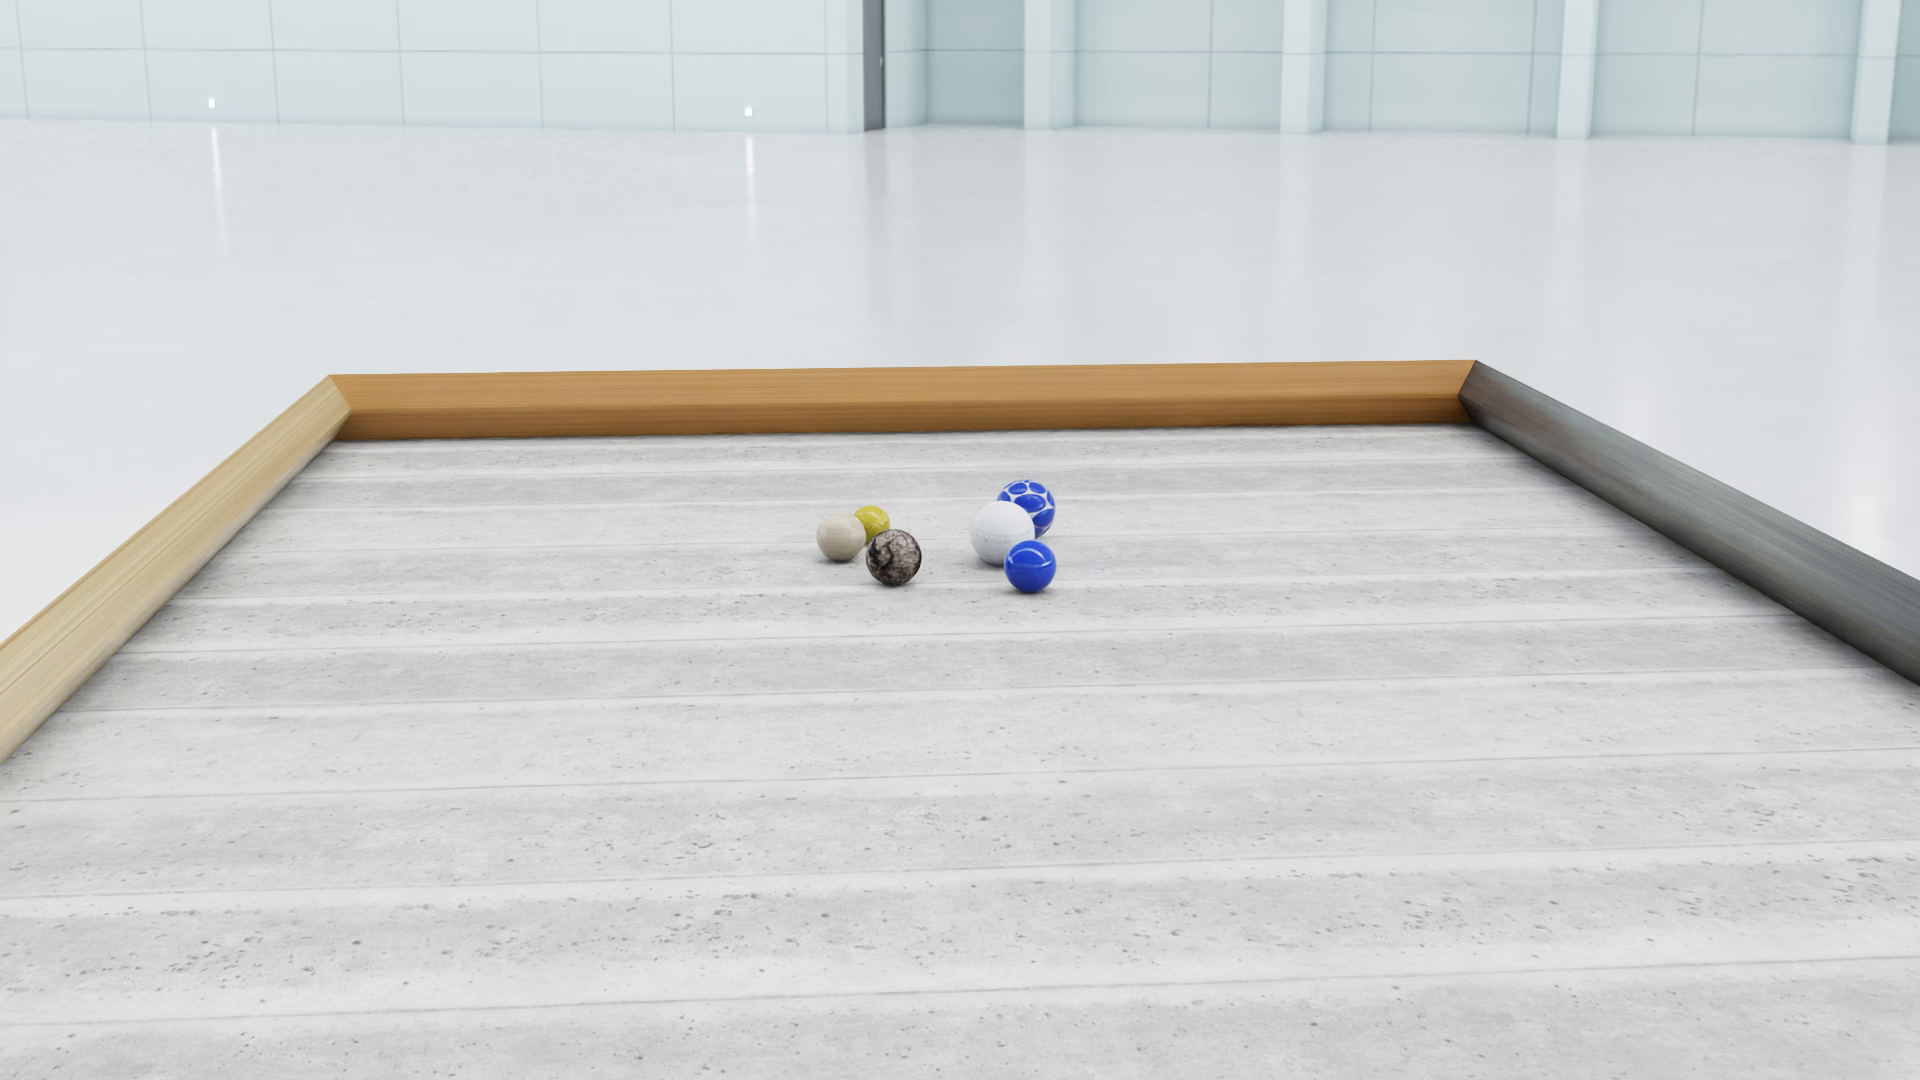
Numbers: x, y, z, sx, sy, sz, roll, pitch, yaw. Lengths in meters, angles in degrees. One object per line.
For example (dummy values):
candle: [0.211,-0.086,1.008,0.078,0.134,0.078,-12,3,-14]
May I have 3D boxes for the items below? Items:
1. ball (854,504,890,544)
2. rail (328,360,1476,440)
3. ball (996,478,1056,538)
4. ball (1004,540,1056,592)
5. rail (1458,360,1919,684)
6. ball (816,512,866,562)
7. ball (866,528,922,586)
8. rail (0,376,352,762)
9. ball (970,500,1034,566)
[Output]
ball: [-0.127,-0.021,3.119,0.057,0.057,0.057,0,14,0]
rail: [-0.080,-0.249,3.935,2.064,0.115,0.045,-1,14,-5]
ball: [0.093,-0.043,3.144,0.088,0.088,0.088,0,14,0]
ball: [0.091,0.034,2.864,0.070,0.070,0.070,0,14,0]
rail: [1.087,0.193,2.101,0.045,0.115,4.001,-1,14,-5]
ball: [-0.164,-0.005,3.026,0.068,0.068,0.068,0,14,0]
ball: [-0.088,0.023,2.900,0.075,0.075,0.075,0,14,0]
rail: [-0.923,0.232,1.939,0.045,0.115,4.001,-1,14,-5]
ball: [0.058,-0.009,3.002,0.089,0.089,0.089,0,14,0]
